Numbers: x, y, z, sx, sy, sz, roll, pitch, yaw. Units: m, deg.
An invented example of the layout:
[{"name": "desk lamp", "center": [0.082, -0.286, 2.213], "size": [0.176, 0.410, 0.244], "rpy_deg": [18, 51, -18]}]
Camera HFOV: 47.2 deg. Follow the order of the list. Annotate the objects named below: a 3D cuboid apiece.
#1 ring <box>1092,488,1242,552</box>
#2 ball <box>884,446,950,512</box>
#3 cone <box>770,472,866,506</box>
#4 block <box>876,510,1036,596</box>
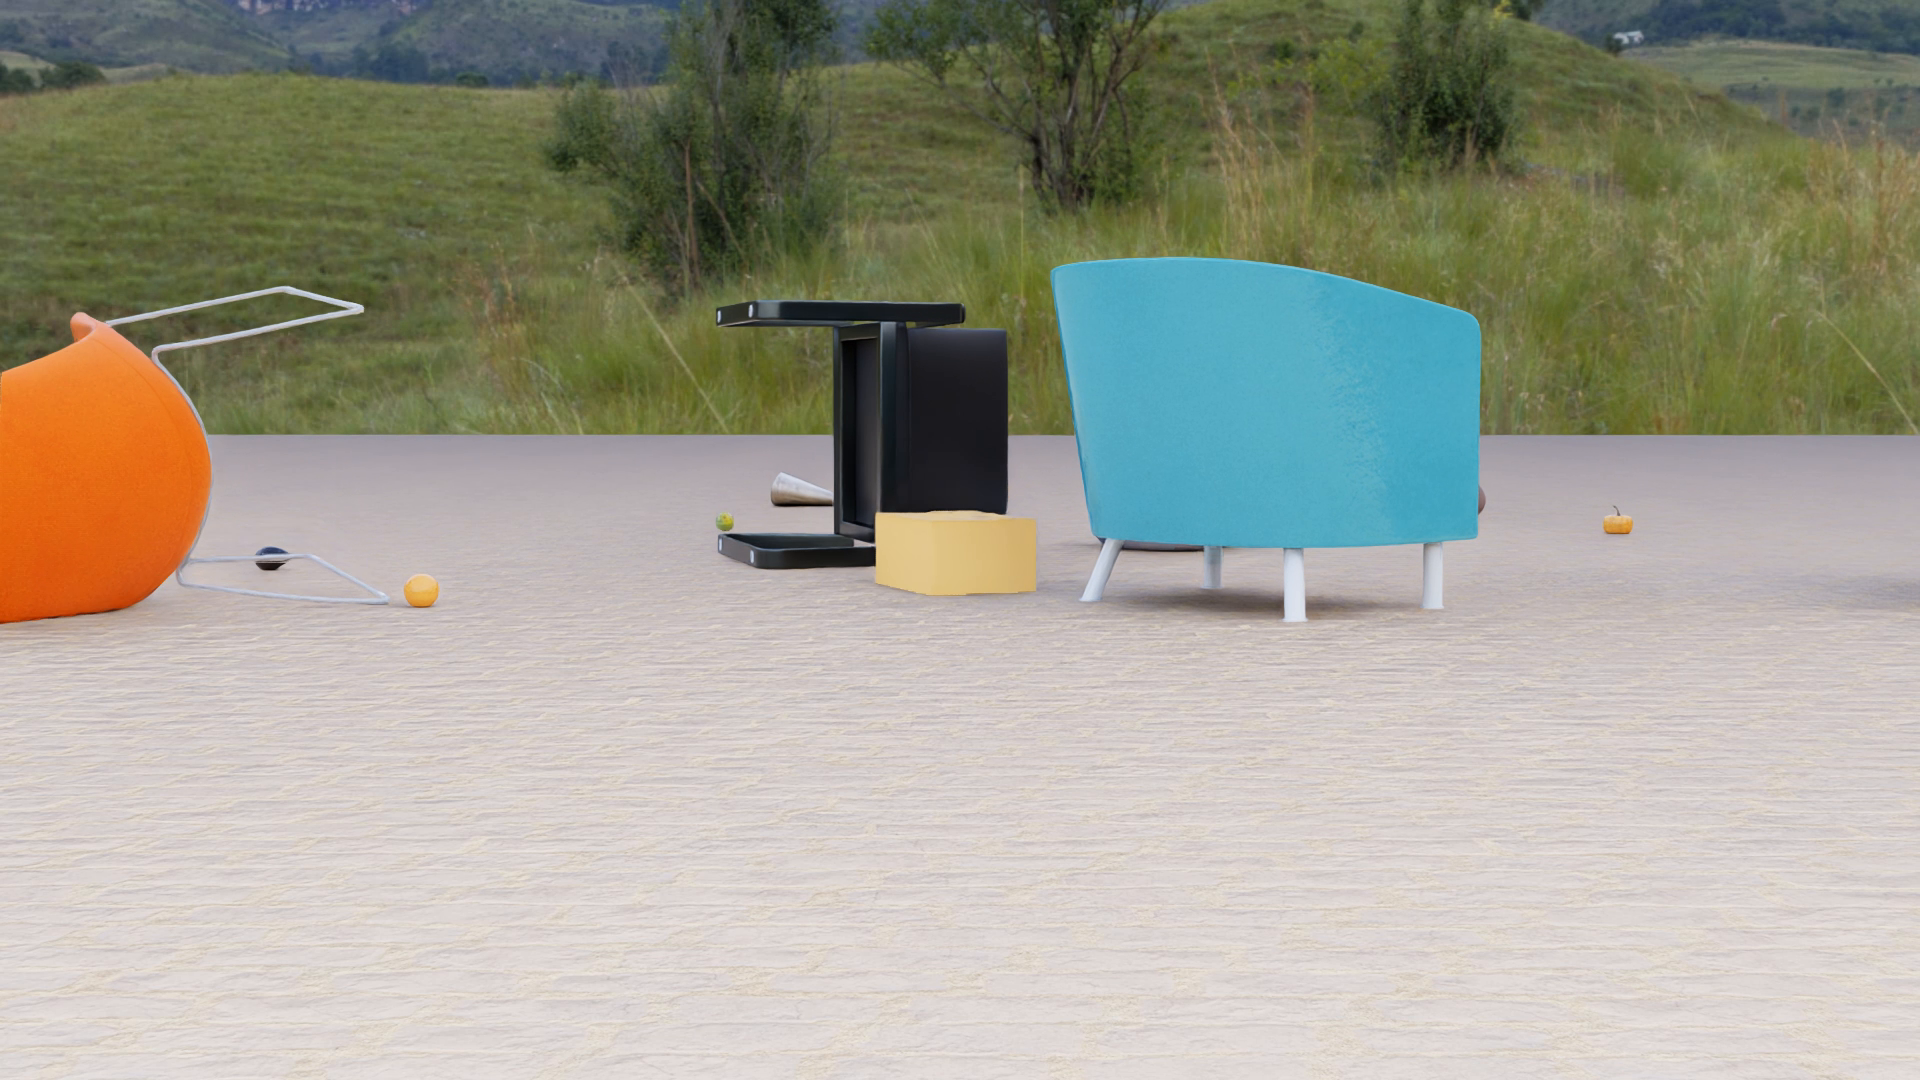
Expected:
[{"name": "ring", "center": [0.587, -0.059, 6.250], "size": [0.404, 0.163, 0.478], "rpy_deg": [-4, 4, -29]}, {"name": "ball", "center": [-0.156, -0.223, 8.039], "size": [0.240, 0.240, 0.240], "rpy_deg": [0, 4, 0]}, {"name": "cone", "center": [-0.526, -0.165, 8.476], "size": [0.351, 0.131, 0.315], "rpy_deg": [11, 4, 7]}, {"name": "block", "center": [-0.014, 0.027, 4.958], "size": [0.245, 0.164, 0.350], "rpy_deg": [-2, 4, -23]}]
